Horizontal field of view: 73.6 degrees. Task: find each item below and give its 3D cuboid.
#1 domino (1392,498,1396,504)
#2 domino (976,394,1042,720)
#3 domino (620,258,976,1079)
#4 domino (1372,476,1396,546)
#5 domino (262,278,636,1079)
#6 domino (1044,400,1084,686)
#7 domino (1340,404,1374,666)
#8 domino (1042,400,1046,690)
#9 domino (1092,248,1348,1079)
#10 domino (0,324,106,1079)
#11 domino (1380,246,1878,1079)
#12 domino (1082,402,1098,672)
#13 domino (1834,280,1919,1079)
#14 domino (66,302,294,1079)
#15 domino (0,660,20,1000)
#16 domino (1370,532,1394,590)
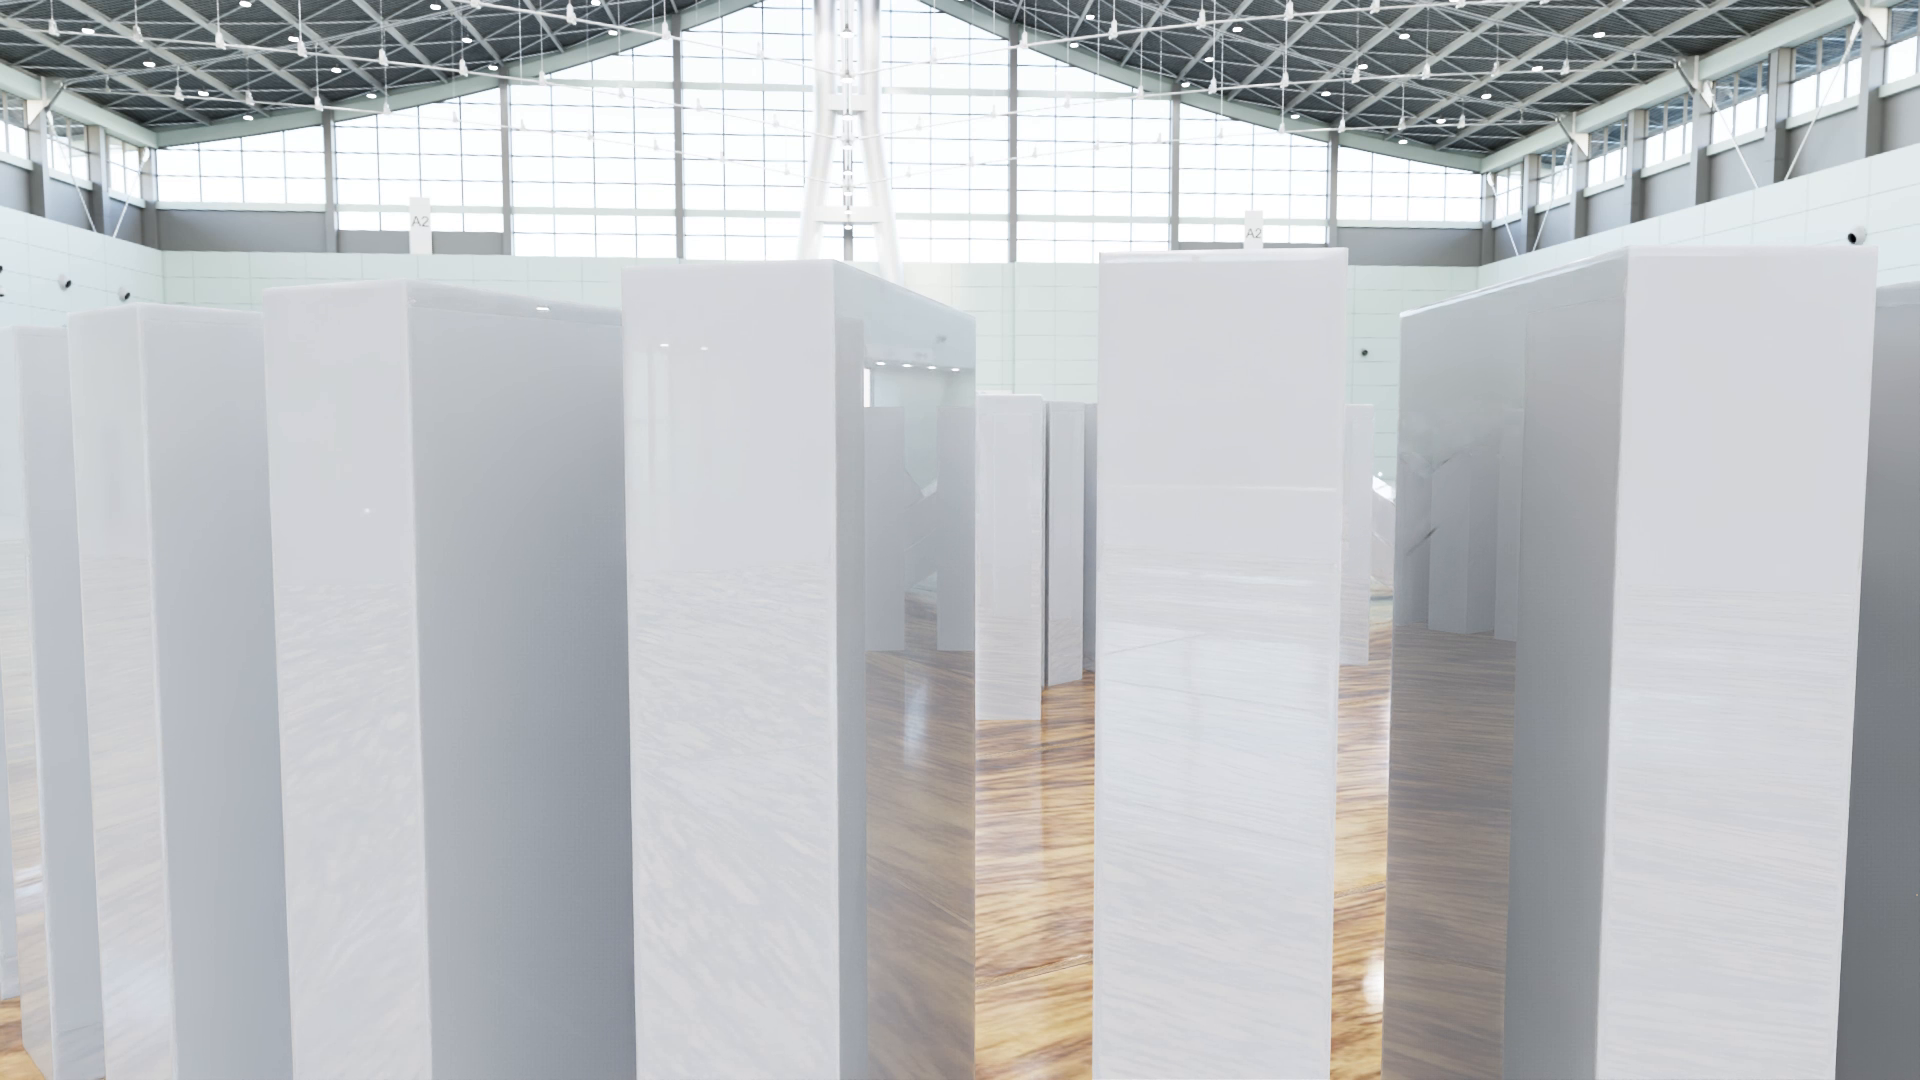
[{"bbox_3d":[0.142,-0.001,0.341,0.050,0.009,0.025,38,22,23],"label":"domino"},{"bbox_3d":[0.000,0.002,0.201,0.025,0.050,0.010,0,4,0],"label":"domino"},{"bbox_3d":[-0.007,0.013,0.067,0.010,0.050,0.025,1,4,14],"label":"domino"},{"bbox_3d":[0.126,-0.001,0.349,0.050,0.010,0.025,38,20,21],"label":"domino"},{"bbox_3d":[-0.024,0.012,0.073,0.010,0.050,0.025,2,5,25],"label":"domino"},{"bbox_3d":[0.010,0.000,0.235,0.025,0.050,0.010,4,6,43],"label":"domino"},{"bbox_3d":[0.077,-0.002,0.257,0.010,0.050,0.025,1,4,14],"label":"domino"},{"bbox_3d":[0.001,0.001,0.219,0.025,0.050,0.010,1,4,12],"label":"domino"},{"bbox_3d":[0.012,0.013,0.064,0.010,0.050,0.025,0,4,6],"label":"domino"},{"bbox_3d":[-0.054,0.010,0.095,0.009,0.050,0.025,4,6,43],"label":"domino"},{"bbox_3d":[0.030,0.013,0.063,0.009,0.050,0.025,0,4,0],"label":"domino"},{"bbox_3d":[0.024,-0.001,0.247,0.009,0.050,0.025,-3,5,-34],"label":"domino"},{"bbox_3d":[0.049,0.013,0.064,0.010,0.050,0.025,0,4,-7],"label":"domino"},{"bbox_3d":[-0.040,0.011,0.083,0.010,0.050,0.025,3,5,36],"label":"domino"},{"bbox_3d":[-0.067,0.009,0.108,0.025,0.050,0.010,-4,6,-40],"label":"domino"},{"bbox_3d":[0.108,-0.002,0.355,0.050,0.010,0.025,37,17,17],"label":"domino"}]
